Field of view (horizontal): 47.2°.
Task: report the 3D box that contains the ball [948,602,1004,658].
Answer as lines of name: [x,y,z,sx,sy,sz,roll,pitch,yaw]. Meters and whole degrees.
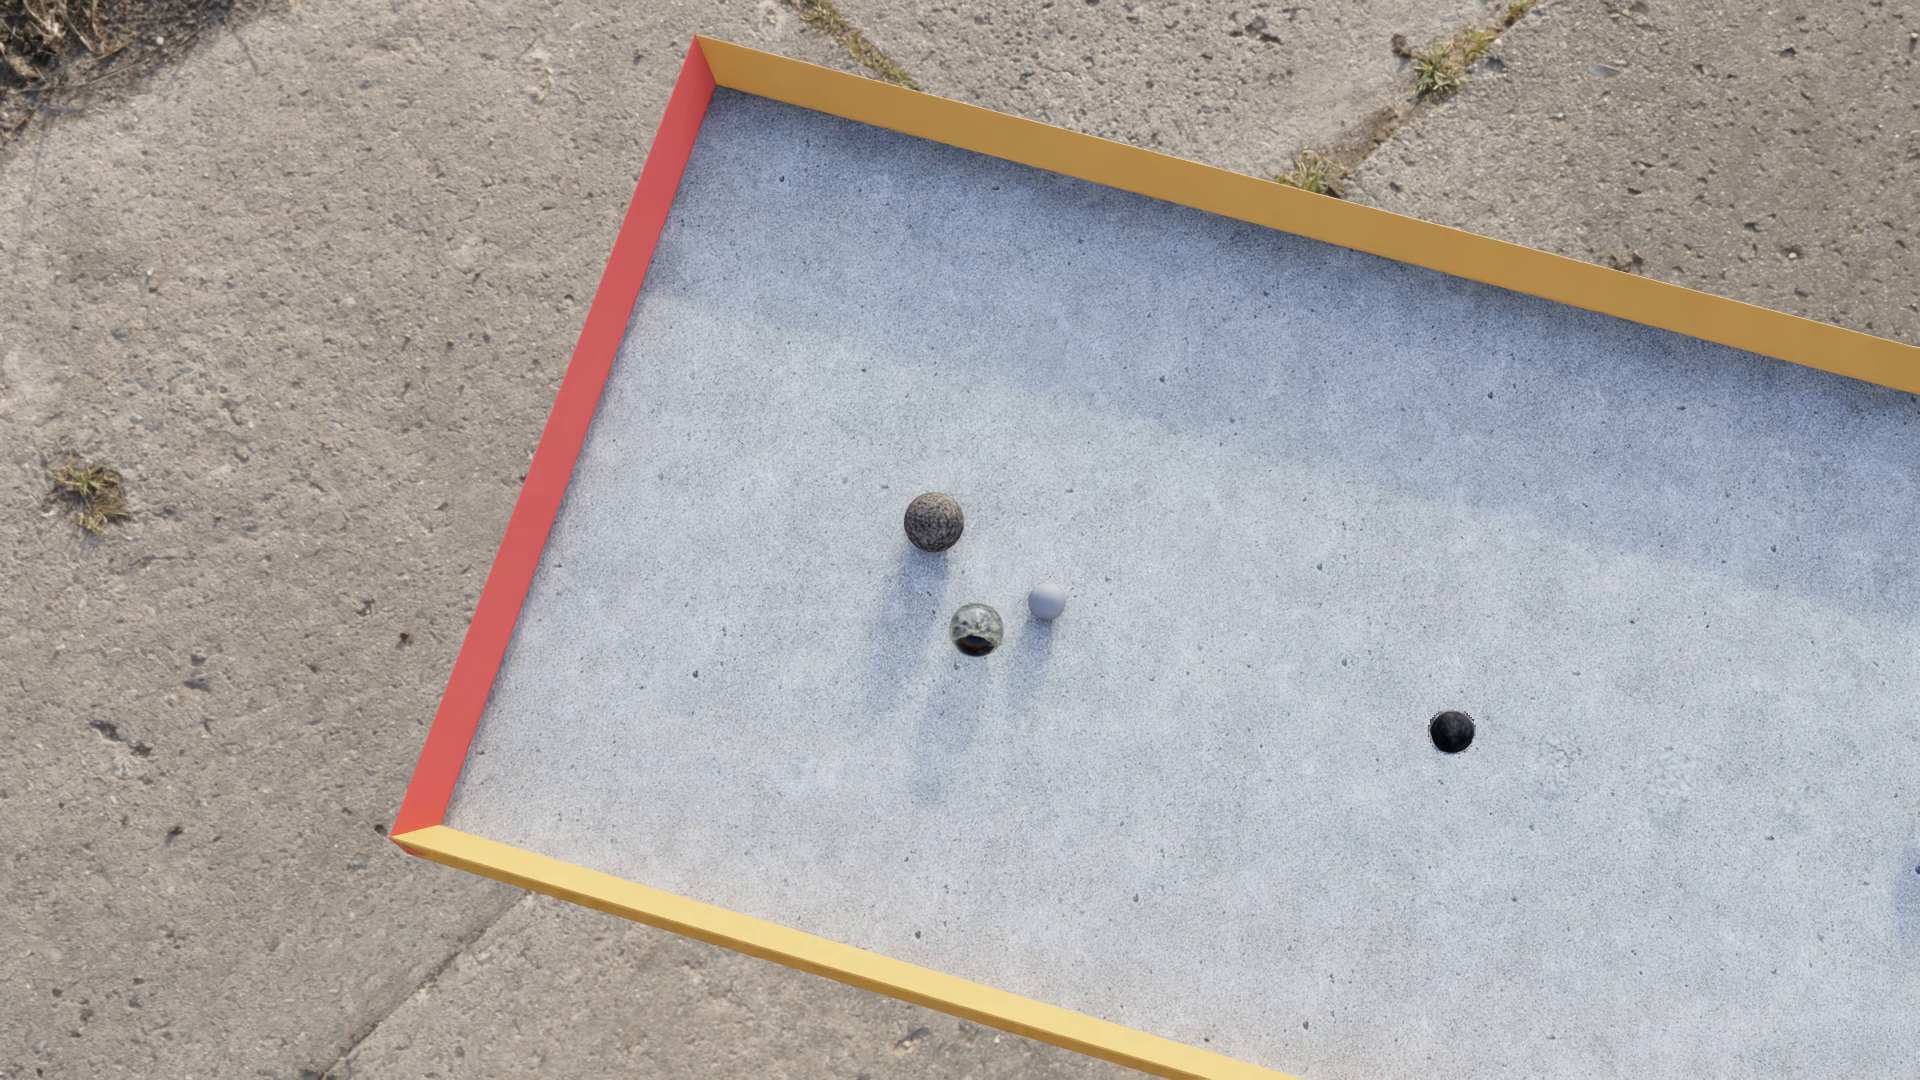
ball: [0.025,0.138,3.366,0.085,0.085,0.085,0,71,0]

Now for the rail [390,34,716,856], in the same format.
rail: [-0.609,-0.175,3.453,0.045,0.122,1.393,15,72,5]

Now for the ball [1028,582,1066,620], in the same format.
ball: [0.134,0.095,3.395,0.059,0.059,0.059,0,71,0]

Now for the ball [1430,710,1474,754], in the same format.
ball: [0.745,0.290,3.324,0.064,0.064,0.064,0,71,0]

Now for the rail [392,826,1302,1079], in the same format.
rail: [0.443,0.777,3.124,2.630,0.122,0.045,15,72,5]

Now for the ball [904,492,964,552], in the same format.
ball: [-0.040,-0.028,3.418,0.094,0.094,0.094,0,71,0]

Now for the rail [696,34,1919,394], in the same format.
rail: [0.819,-0.444,3.546,2.630,0.122,0.045,15,72,5]
